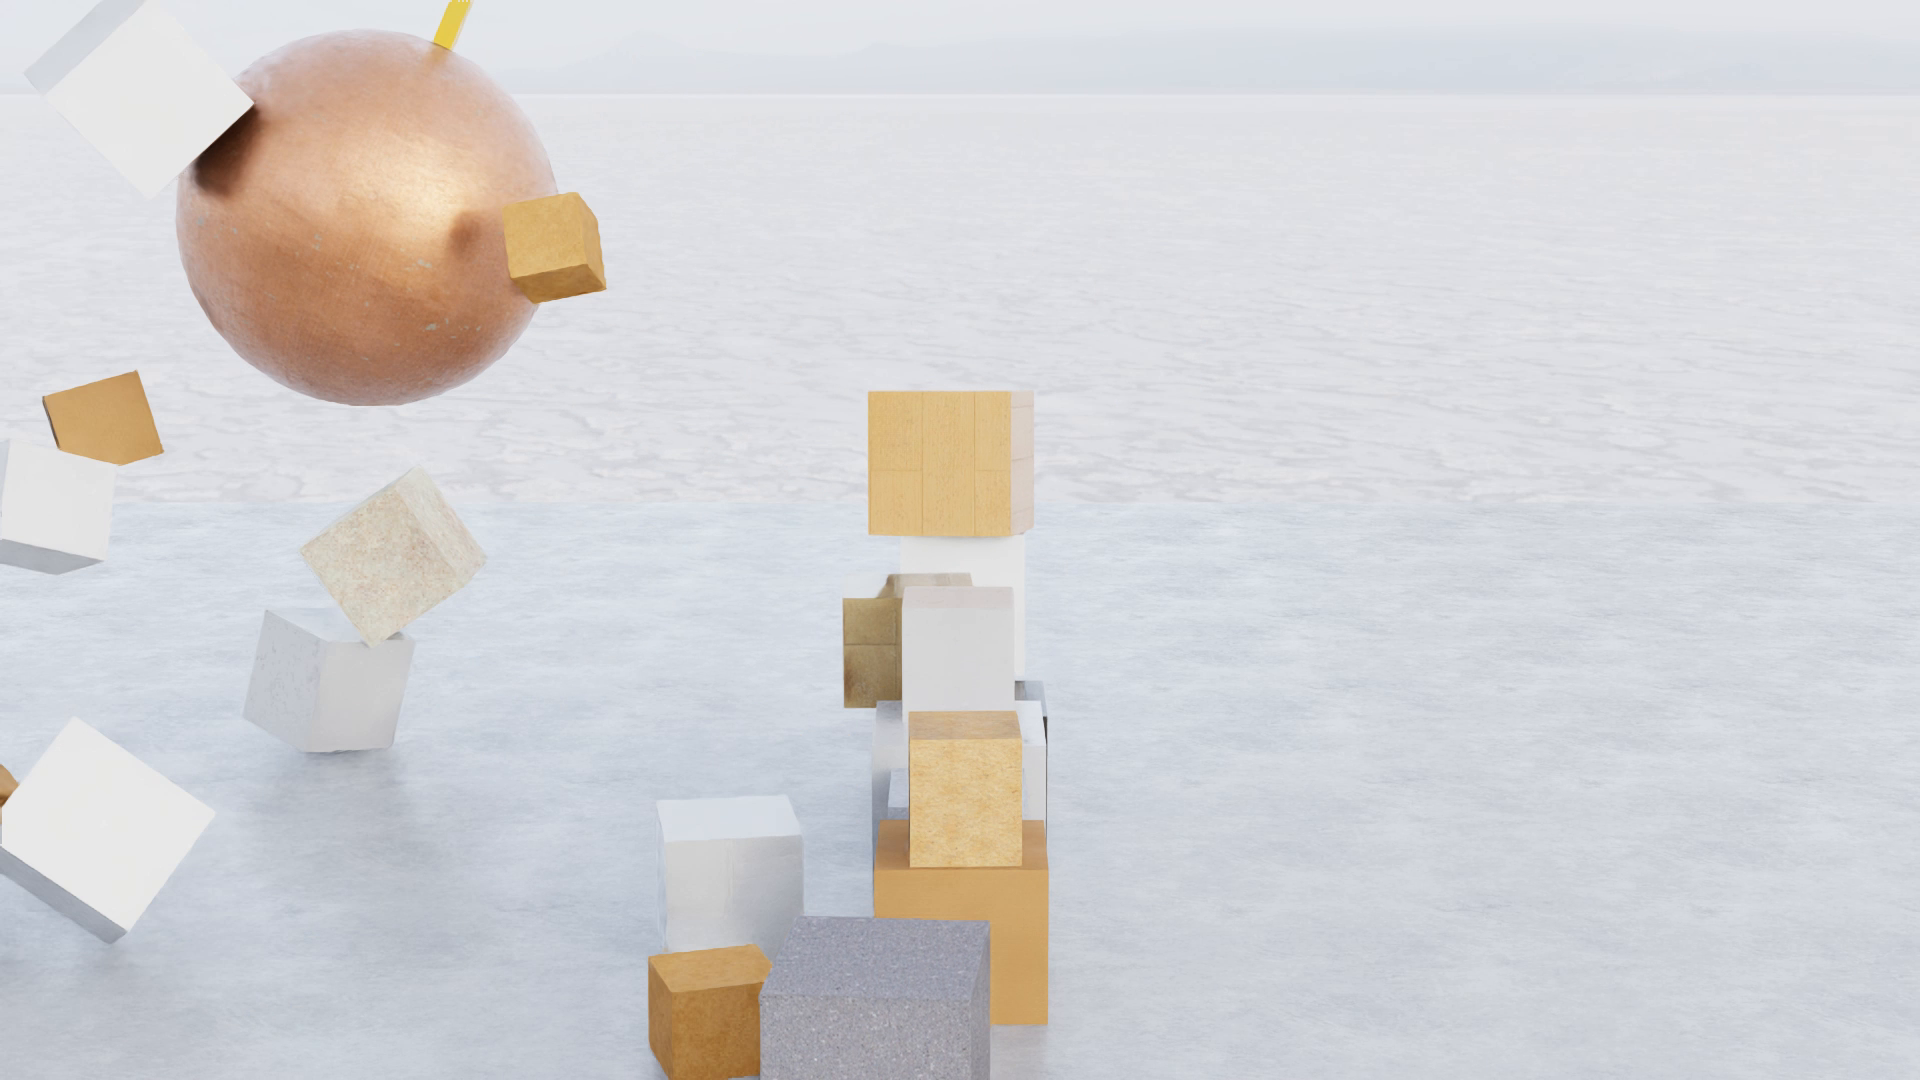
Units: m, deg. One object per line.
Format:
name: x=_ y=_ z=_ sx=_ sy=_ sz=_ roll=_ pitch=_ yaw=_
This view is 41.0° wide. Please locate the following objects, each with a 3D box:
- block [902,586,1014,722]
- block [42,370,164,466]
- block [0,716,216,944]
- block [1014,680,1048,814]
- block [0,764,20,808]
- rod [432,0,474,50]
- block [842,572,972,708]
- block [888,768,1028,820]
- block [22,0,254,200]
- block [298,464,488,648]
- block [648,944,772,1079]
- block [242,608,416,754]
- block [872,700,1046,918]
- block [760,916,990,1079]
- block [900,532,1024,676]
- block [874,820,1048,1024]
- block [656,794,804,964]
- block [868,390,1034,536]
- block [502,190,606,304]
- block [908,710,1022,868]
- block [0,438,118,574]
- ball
block: x=-0.006 y=0.498 z=11.247 sx=0.482 sy=0.504 sz=0.468 roll=0 pitch=10 yaw=0
block: x=-3.931 y=-0.522 z=11.758 sx=0.419 sy=0.393 sz=0.388 roll=-19 pitch=7 yaw=-20
block: x=-3.452 y=1.167 z=10.210 sx=0.661 sy=0.560 sz=0.683 roll=37 pitch=-25 yaw=-12
block: x=0.013 y=1.058 z=11.870 sx=0.759 sy=0.672 sz=0.683 roll=0 pitch=10 yaw=0
block: x=-4.421 y=1.074 z=10.844 sx=0.573 sy=0.510 sz=0.507 roll=44 pitch=8 yaw=15
rod: x=-1.088 y=-4.404 z=10.380 sx=0.080 sy=5.200 sz=0.080 roll=24 pitch=9 yaw=-4
block: x=-0.238 y=0.459 z=11.863 sx=0.593 sy=0.509 sz=0.579 roll=0 pitch=10 yaw=-2
block: x=-0.008 y=1.323 z=10.469 sx=0.555 sy=0.651 sz=0.573 roll=0 pitch=10 yaw=0
block: x=-3.273 y=-1.800 z=10.218 sx=0.565 sy=0.562 sz=0.553 roll=-45 pitch=33 yaw=-6
block: x=-2.924 y=0.075 z=13.290 sx=0.598 sy=0.621 sz=0.606 roll=-33 pitch=10 yaw=8
block: x=-0.879 y=1.701 z=9.222 sx=0.405 sy=0.346 sz=0.383 roll=-4 pitch=12 yaw=-19
block: x=-3.298 y=0.725 z=13.418 sx=0.524 sy=0.598 sz=0.581 roll=22 pitch=12 yaw=35
block: x=-0.005 y=1.154 z=11.132 sx=0.728 sy=0.746 sz=0.772 roll=0 pitch=10 yaw=0
block: x=-0.266 y=1.685 z=8.517 sx=0.671 sy=0.638 sz=0.769 roll=1 pitch=10 yaw=5
block: x=0.015 y=0.292 z=12.447 sx=0.590 sy=0.669 sz=0.538 roll=0 pitch=4 yaw=1
block: x=0.007 y=1.458 z=9.861 sx=0.646 sy=0.602 sz=0.648 roll=0 pitch=10 yaw=0
block: x=-0.933 y=1.390 z=10.359 sx=0.541 sy=0.558 sz=0.579 roll=-2 pitch=10 yaw=-10
block: x=-0.035 y=-0.382 z=12.408 sx=0.685 sy=0.680 sz=0.720 roll=1 pitch=4 yaw=10
block: x=-1.604 y=-1.154 z=10.152 sx=0.305 sy=0.305 sz=0.319 roll=-10 pitch=-14 yaw=4
block: x=0.016 y=0.935 z=9.696 sx=0.415 sy=0.487 sz=0.429 roll=0 pitch=10 yaw=-2
block: x=-3.678 y=-0.126 z=10.189 sx=0.401 sy=0.396 sz=0.454 roll=-11 pitch=-20 yaw=42
ball: x=-2.511 y=-1.366 z=10.932 sx=1.600 sy=1.600 sz=1.600 roll=0 pitch=10 yaw=0
